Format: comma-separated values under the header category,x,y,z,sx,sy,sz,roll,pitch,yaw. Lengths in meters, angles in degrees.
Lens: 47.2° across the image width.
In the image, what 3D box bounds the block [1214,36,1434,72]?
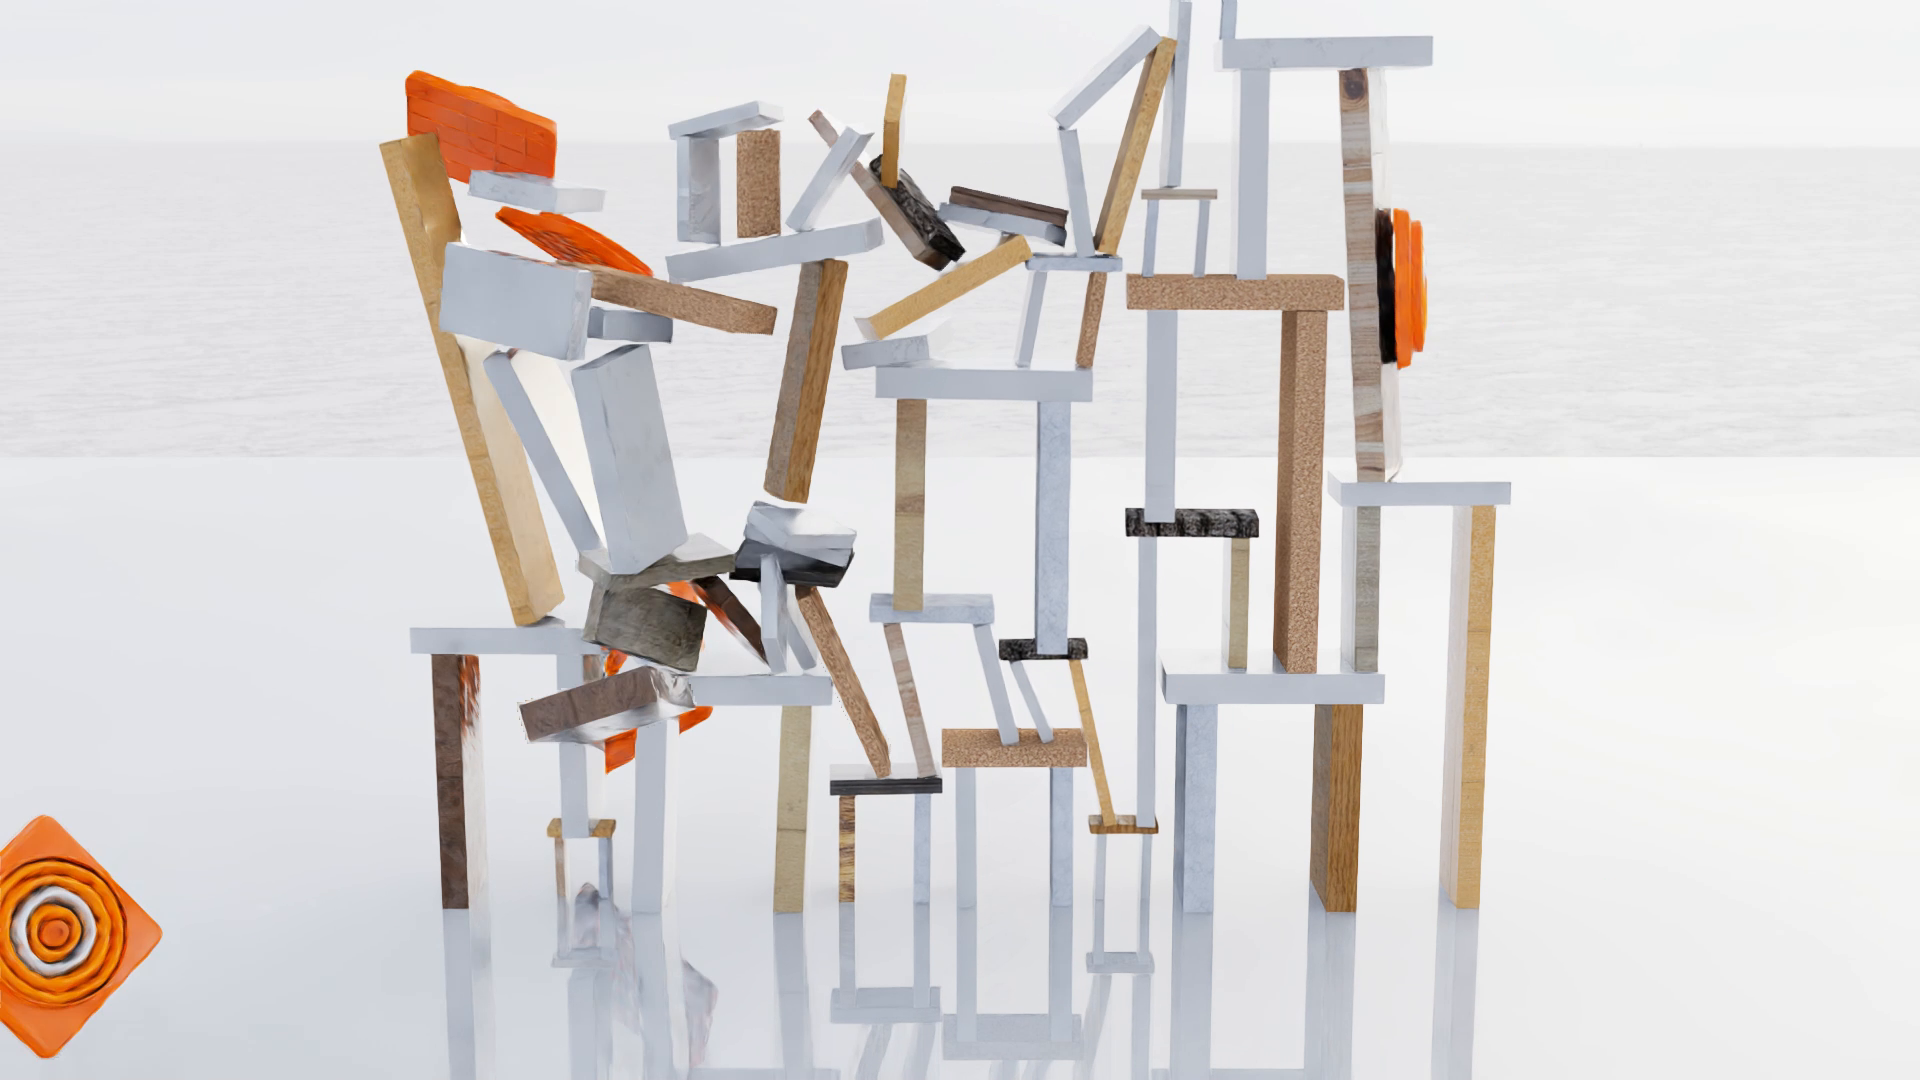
category,x,y,z,sx,sy,sz,roll,pitch,yaw
block,0.561,-0.756,3.424,0.320,0.045,0.160,-1,10,2

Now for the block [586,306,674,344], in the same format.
category,x,y,z,sx,sy,sz,roll,pitch,yaw
block,-0.607,-0.338,3.349,0.311,0.044,0.156,9,7,32

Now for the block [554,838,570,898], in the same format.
category,x,y,z,sx,sy,sz,roll,pitch,yaw
block,-0.663,0.536,3.666,0.015,0.106,0.053,-1,11,-2

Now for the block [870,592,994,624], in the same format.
category,x,y,z,sx,sy,sz,roll,pitch,yaw
block,-0.046,0.111,3.586,0.201,0.028,0.100,0,10,-1

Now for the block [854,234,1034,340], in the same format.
category,x,y,z,sx,sy,sz,roll,pitch,yaw
block,-0.028,-0.397,3.448,0.275,0.039,0.137,-30,11,-8

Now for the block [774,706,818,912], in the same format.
category,x,y,z,sx,sy,sz,roll,pitch,yaw
block,-0.271,0.420,3.634,0.049,0.346,0.173,3,11,-1

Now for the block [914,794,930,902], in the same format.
category,x,y,z,sx,sy,sz,roll,pitch,yaw
block,-0.063,0.498,3.657,0.026,0.184,0.092,1,10,0

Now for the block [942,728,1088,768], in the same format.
category,x,y,z,sx,sy,sz,roll,pitch,yaw
block,0.088,0.342,3.622,0.236,0.033,0.118,0,11,0

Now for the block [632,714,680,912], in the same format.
category,x,y,z,sx,sy,sz,roll,pitch,yaw
block,-0.501,0.420,3.634,0.049,0.346,0.173,3,11,-1

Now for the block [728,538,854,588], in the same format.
category,x,y,z,sx,sy,sz,roll,pitch,yaw
block,-0.265,0.033,3.460,0.178,0.025,0.089,4,35,16

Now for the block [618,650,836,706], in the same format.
category,x,y,z,sx,sy,sz,roll,pitch,yaw
block,-0.377,0.225,3.597,0.346,0.049,0.173,0,11,0

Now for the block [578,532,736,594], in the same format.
category,x,y,z,sx,sy,sz,roll,pitch,yaw
block,-0.465,0.034,3.375,0.214,0.030,0.107,-10,24,-36

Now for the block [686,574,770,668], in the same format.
category,x,y,z,sx,sy,sz,roll,pitch,yaw
block,-0.369,0.112,3.505,0.030,0.214,0.107,-46,43,-12

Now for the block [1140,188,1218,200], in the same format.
category,x,y,z,sx,sy,sz,roll,pitch,yaw
block,0.345,-0.546,3.470,0.120,0.017,0.060,1,10,3

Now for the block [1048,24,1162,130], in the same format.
category,x,y,z,sx,sy,sz,roll,pitch,yaw
block,0.222,-0.716,3.395,0.199,0.028,0.099,-43,15,7

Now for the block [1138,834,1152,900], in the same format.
category,x,y,z,sx,sy,sz,roll,pitch,yaw
block,0.307,0.535,3.657,0.016,0.112,0.056,1,10,0

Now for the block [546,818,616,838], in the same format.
category,x,y,z,sx,sy,sz,roll,pitch,yaw
block,-0.628,0.478,3.649,0.106,0.015,0.053,0,11,0

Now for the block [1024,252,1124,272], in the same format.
category,x,y,z,sx,sy,sz,roll,pitch,yaw
block,0.179,-0.440,3.481,0.149,0.021,0.075,0,13,-3

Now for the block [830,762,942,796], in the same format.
category,x,y,z,sx,sy,sz,roll,pitch,yaw
block,-0.123,0.395,3.635,0.185,0.026,0.092,-1,10,-3

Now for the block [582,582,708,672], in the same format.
category,x,y,z,sx,sy,sz,roll,pitch,yaw
block,-0.493,0.131,3.457,0.030,0.107,0.214,-2,-17,41

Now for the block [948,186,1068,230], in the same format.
category,x,y,z,sx,sy,sz,roll,pitch,yaw
block,0.078,-0.524,3.481,0.186,0.026,0.093,13,4,1

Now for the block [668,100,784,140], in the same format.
category,x,y,z,sx,sy,sz,roll,pitch,yaw
block,-0.353,-0.629,3.318,0.157,0.022,0.078,-10,-1,24

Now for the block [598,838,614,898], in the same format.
category,x,y,z,sx,sy,sz,roll,pitch,yaw
block,-0.590,0.537,3.664,0.015,0.106,0.053,1,11,0

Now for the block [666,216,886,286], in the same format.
category,x,y,z,sx,sy,sz,roll,pitch,yaw
block,-0.277,-0.438,3.322,0.303,0.043,0.152,-8,11,10

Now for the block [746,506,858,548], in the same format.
category,x,y,z,sx,sy,sz,roll,pitch,yaw
block,-0.240,-0.018,3.344,0.083,0.024,0.167,36,20,29

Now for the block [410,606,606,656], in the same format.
category,x,y,z,sx,sy,sz,roll,pitch,yaw
block,-0.724,0.147,3.587,0.307,0.043,0.153,0,11,1

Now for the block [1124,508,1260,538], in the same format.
category,x,y,z,sx,sy,sz,roll,pitch,yaw
block,0.374,-0.028,3.565,0.212,0.030,0.106,0,10,3

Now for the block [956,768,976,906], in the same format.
category,x,y,z,sx,sy,sz,roll,pitch,yaw
block,0.010,0.474,3.645,0.033,0.236,0.118,0,10,0

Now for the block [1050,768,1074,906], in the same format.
category,x,y,z,sx,sy,sz,roll,pitch,yaw
block,0.168,0.474,3.646,0.033,0.236,0.118,0,11,0

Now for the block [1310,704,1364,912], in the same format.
category,x,y,z,sx,sy,sz,roll,pitch,yaw
block,0.621,0.418,3.636,0.049,0.349,0.175,0,11,0

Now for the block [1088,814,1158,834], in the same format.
category,x,y,z,sx,sy,sz,roll,pitch,yaw
block,0.270,0.471,3.646,0.113,0.016,0.056,0,10,-1

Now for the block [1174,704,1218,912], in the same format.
category,x,y,z,sx,sy,sz,roll,pitch,yaw
block,0.388,0.419,3.636,0.049,0.349,0.175,0,11,0

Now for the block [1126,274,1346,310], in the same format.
category,x,y,z,sx,sy,sz,roll,pitch,yaw
block,0.433,-0.395,3.493,0.335,0.047,0.167,1,10,3

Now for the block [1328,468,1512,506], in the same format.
category,x,y,z,sx,sy,sz,roll,pitch,yaw
block,0.736,-0.085,3.536,0.268,0.038,0.134,0,11,0

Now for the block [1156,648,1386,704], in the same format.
category,x,y,z,sx,sy,sz,roll,pitch,yaw
block,0.504,0.223,3.600,0.349,0.049,0.175,0,11,0

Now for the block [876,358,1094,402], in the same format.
category,x,y,z,sx,sy,sz,roll,pitch,yaw
block,0.039,-0.258,3.510,0.339,0.048,0.170,1,11,0

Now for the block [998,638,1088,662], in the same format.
category,x,y,z,sx,sy,sz,roll,pitch,yaw
block,0.135,0.178,3.588,0.143,0.020,0.072,-1,10,-1

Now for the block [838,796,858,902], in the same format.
category,x,y,z,sx,sy,sz,roll,pitch,yaw
block,-0.186,0.498,3.656,0.026,0.184,0.092,1,11,0

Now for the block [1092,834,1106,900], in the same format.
category,x,y,z,sx,sy,sz,roll,pitch,yaw
block,0.232,0.535,3.657,0.016,0.112,0.056,1,10,-1

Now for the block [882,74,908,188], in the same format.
category,x,y,z,sx,sy,sz,roll,pitch,yaw
block,-0.102,-0.630,3.394,0.025,0.088,0.176,8,-25,0

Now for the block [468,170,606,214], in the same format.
category,x,y,z,sx,sy,sz,roll,pitch,yaw
block,-0.622,-0.514,3.250,0.129,0.036,0.257,12,10,4
